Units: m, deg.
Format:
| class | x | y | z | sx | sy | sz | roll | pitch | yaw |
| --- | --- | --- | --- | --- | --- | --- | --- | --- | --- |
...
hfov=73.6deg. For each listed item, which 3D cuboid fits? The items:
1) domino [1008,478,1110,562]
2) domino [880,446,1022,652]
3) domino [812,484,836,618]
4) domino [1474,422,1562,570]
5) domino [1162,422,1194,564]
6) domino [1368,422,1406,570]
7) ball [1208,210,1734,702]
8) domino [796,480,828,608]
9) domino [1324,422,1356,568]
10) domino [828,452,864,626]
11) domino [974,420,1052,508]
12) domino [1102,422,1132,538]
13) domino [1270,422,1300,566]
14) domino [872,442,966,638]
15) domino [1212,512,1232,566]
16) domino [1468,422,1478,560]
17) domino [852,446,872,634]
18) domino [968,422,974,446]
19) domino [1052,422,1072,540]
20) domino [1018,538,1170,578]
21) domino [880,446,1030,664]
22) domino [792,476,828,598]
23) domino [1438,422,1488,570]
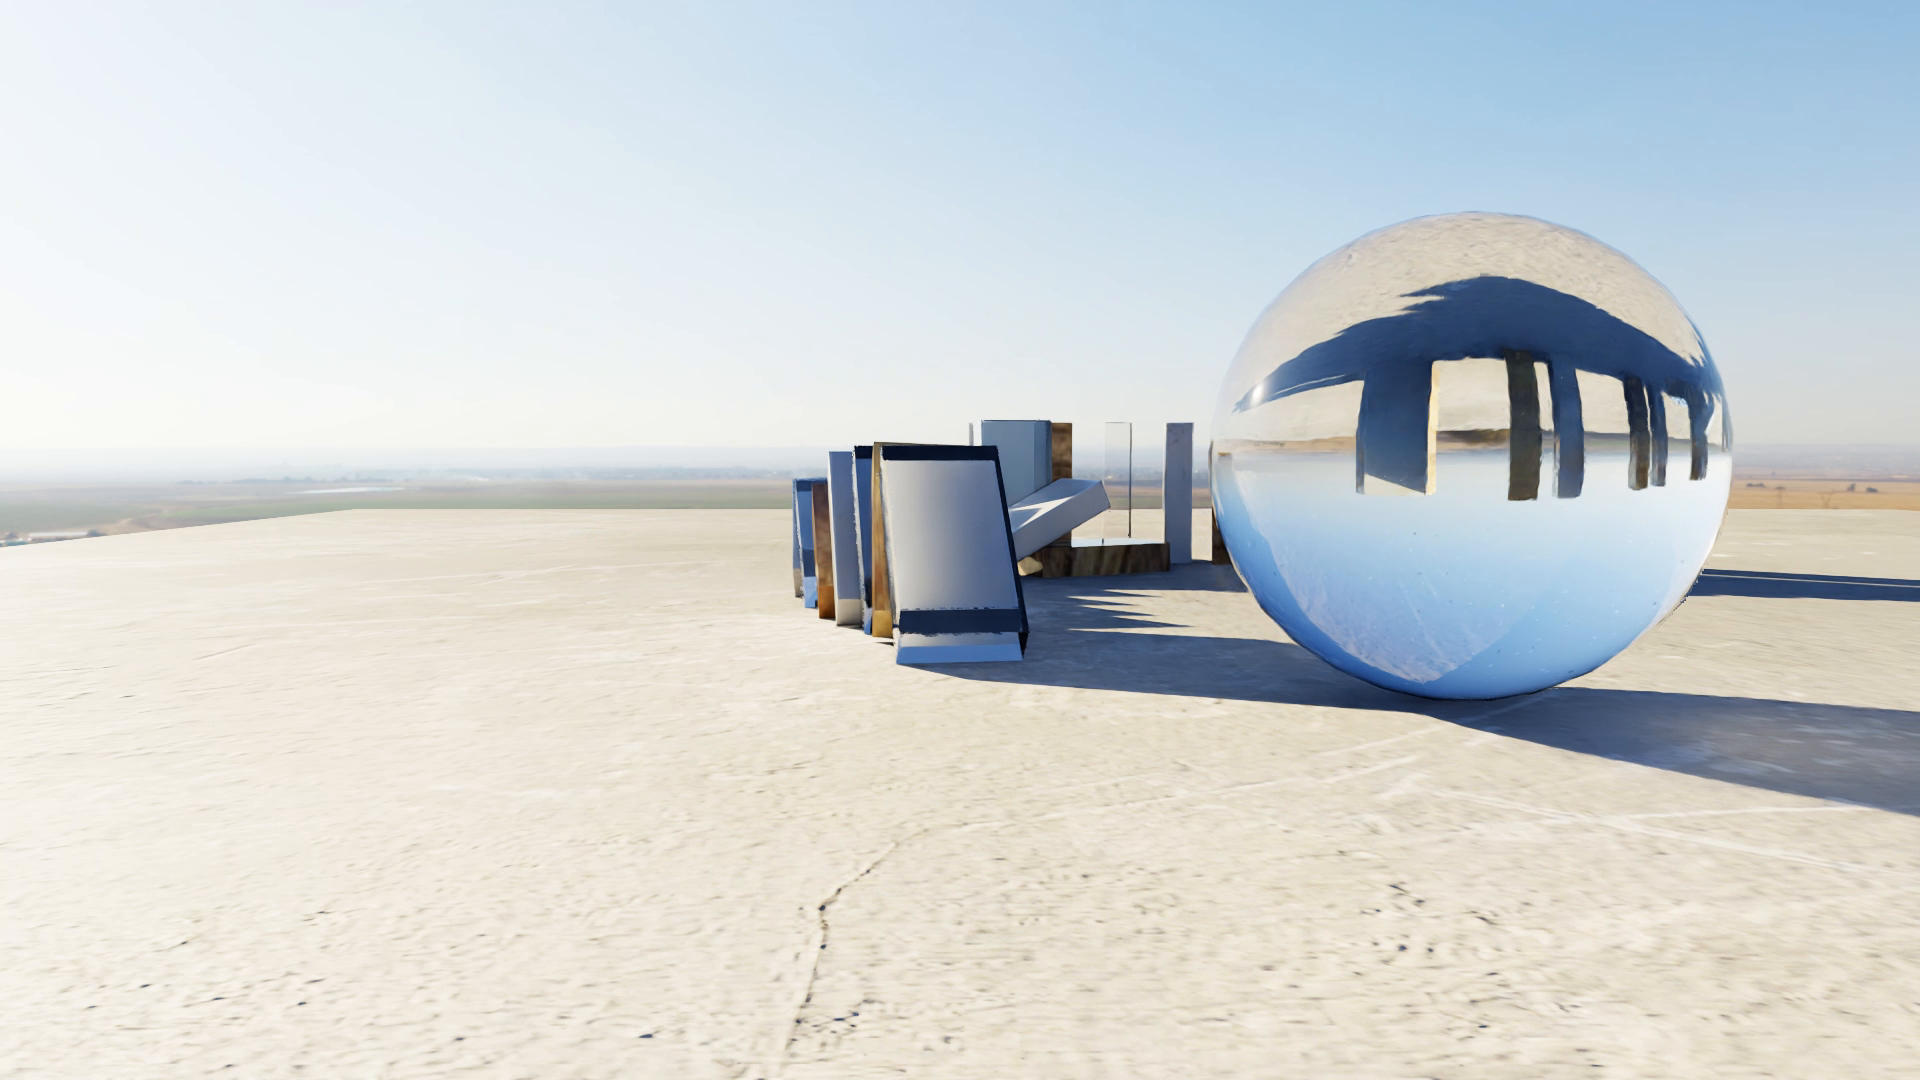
| class | x | y | z | sx | sy | sz | roll | pitch | yaw |
| --- | --- | --- | --- | --- | --- | --- | --- | --- | --- |
| domino | 0.022 | -0.004 | 0.418 | 0.050 | 0.010 | 0.025 | -30 | 17 | -22 |
| domino | -0.003 | 0.001 | 0.276 | 0.025 | 0.050 | 0.009 | -1 | -41 | -9 |
| domino | -0.025 | 0.002 | 0.333 | 0.025 | 0.009 | 0.050 | -1 | 32 | -9 |
| domino | 0.193 | -0.016 | 0.444 | 0.010 | 0.050 | 0.025 | -3 | 5 | -35 |
| domino | 0.078 | -0.017 | 0.463 | 0.009 | 0.050 | 0.025 | 1 | 4 | 7 |
| domino | 0.149 | -0.016 | 0.447 | 0.009 | 0.050 | 0.025 | 1 | 4 | 14 |
| ball | 0.082 | -0.013 | 0.213 | 0.080 | 0.080 | 0.080 | 0 | 4 | 0 |
| domino | -0.032 | 0.000 | 0.354 | 0.025 | 0.009 | 0.050 | -2 | 32 | -9 |
| domino | 0.134 | -0.016 | 0.451 | 0.009 | 0.050 | 0.025 | 1 | 4 | 15 |
| domino | -0.019 | -0.001 | 0.316 | 0.025 | 0.009 | 0.050 | -1 | 47 | -9 |
| domino | 0.018 | -0.016 | 0.440 | 0.025 | 0.050 | 0.009 | -1 | 0 | -15 |
| domino | 0.057 | -0.017 | 0.465 | 0.010 | 0.050 | 0.025 | 0 | 4 | 5 |
| domino | 0.116 | -0.017 | 0.456 | 0.010 | 0.050 | 0.025 | 1 | 4 | 15 |
| domino | -0.007 | -0.001 | 0.290 | 0.025 | 0.050 | 0.010 | 2 | -41 | -7 |
| domino | 0.096 | -0.017 | 0.461 | 0.009 | 0.050 | 0.025 | 1 | 4 | 11 |
| domino | 0.199 | -0.017 | 0.466 | 0.025 | 0.050 | 0.009 | 0 | 4 | -1 |
| domino | -0.011 | -0.001 | 0.302 | 0.025 | 0.050 | 0.010 | -1 | -41 | -9 |
| domino | 0.016 | -0.017 | 0.459 | 0.025 | 0.050 | 0.009 | 3 | 5 | 31 |
| domino | 0.032 | -0.017 | 0.466 | 0.009 | 0.050 | 0.025 | -1 | 4 | -12 |
| domino | 0.042 | 0.006 | 0.429 | 0.050 | 0.010 | 0.025 | -2 | 5 | -28 |
| domino | -0.002 | 0.002 | 0.263 | 0.025 | 0.050 | 0.009 | -1 | -41 | -9 |
| domino | -0.036 | -0.002 | 0.376 | 0.025 | 0.009 | 0.050 | -3 | 33 | -6 |
| domino | 0.173 | -0.016 | 0.442 | 0.009 | 0.050 | 0.025 | 1 | 4 | 9 |
